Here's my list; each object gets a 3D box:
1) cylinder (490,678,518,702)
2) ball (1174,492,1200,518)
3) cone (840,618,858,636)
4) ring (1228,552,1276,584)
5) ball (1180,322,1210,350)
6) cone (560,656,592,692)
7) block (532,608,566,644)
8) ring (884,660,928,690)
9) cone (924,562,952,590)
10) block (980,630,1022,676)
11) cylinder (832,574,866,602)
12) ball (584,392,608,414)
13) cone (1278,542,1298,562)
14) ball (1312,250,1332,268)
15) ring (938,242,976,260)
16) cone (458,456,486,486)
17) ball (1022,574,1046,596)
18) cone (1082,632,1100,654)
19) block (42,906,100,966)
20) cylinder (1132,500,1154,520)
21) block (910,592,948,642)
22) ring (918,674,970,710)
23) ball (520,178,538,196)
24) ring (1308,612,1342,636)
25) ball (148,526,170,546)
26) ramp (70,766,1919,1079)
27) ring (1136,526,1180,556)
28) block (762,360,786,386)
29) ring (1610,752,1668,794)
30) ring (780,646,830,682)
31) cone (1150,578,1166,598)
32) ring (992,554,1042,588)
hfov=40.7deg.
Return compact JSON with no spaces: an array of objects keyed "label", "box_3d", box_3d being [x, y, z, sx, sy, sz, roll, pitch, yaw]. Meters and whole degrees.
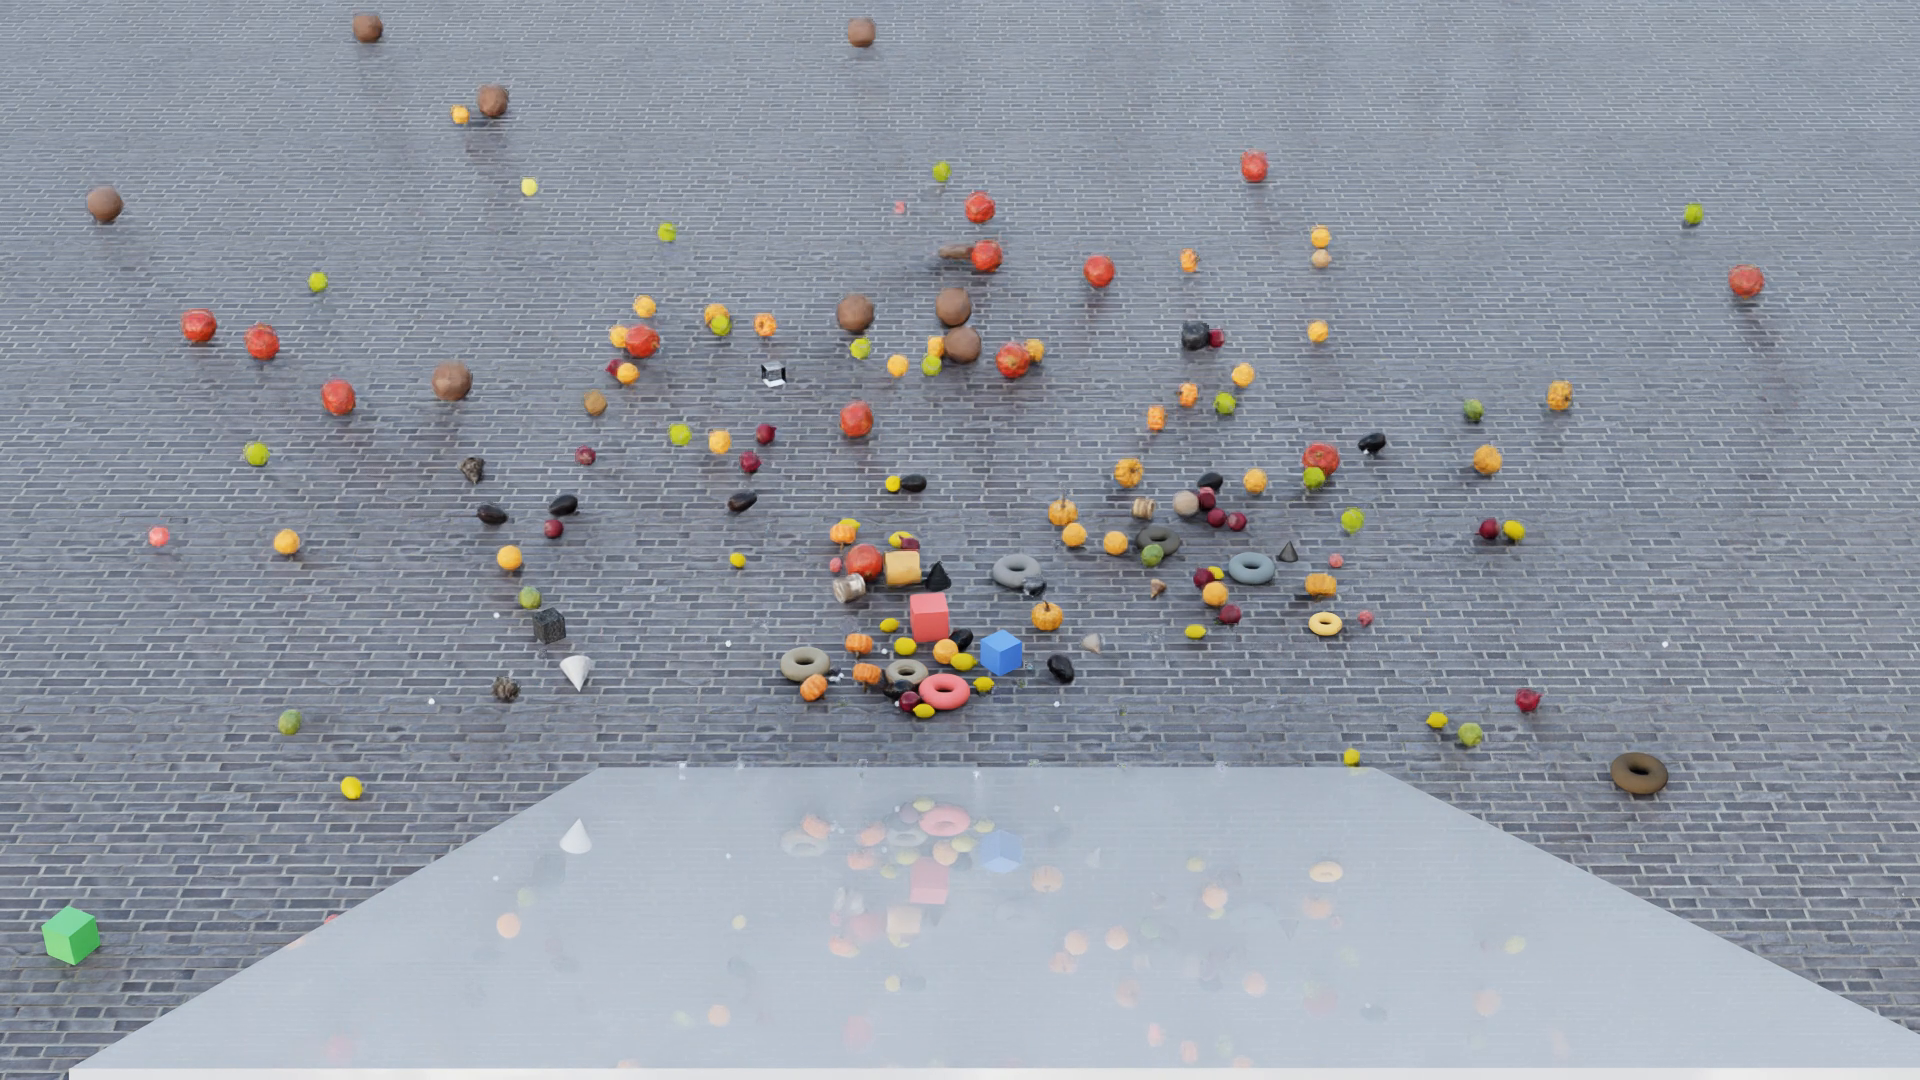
[{"label":"cylinder","box_3d":[-1.248,0.411,7.100,0.054,0.054,0.054,16,35,24]},{"label":"ball","box_3d":[0.694,-0.108,7.927,0.078,0.078,0.078,0,31,0]},{"label":"cone","box_3d":[-0.330,0.247,7.397,0.055,0.055,0.055,-20,10,-29]},{"label":"ring","box_3d":[0.860,0.084,7.644,0.139,0.046,0.139,0,33,0]},{"label":"ball","box_3d":[0.805,-0.697,8.871,0.096,0.096,0.096,0,31,0]},{"label":"cone","box_3d":[-1.057,0.381,7.163,0.090,0.090,0.090,-6,59,-10]},{"label":"block","box_3d":[-1.167,0.244,7.360,0.068,0.068,0.068,-20,37,-30]},{"label":"ring","box_3d":[-0.148,0.374,7.175,0.123,0.041,0.123,-1,32,1]},{"label":"cone","box_3d":[-0.064,0.093,7.593,0.082,0.082,0.082,0,31,0]},{"label":"block","box_3d":[0.115,0.315,7.230,0.082,0.082,0.082,-23,38,-33]},{"label":"cylinder","box_3d":[-0.322,0.140,7.529,0.070,0.070,0.070,-19,36,-28]},{"label":"ball","box_3d":[-1.193,-0.447,8.483,0.075,0.075,0.075,0,31,0]},{"label":"cone","box_3d":[0.982,0.025,7.724,0.061,0.061,0.061,0,31,0]},{"label":"ball","box_3d":[1.316,-1.023,9.431,0.069,0.069,0.069,0,31,0]},{"label":"ring","box_3d":[-0.009,-1.053,9.442,0.141,0.047,0.141,-5,-3,0]},{"label":"cone","box_3d":[-1.524,-0.203,8.120,0.083,0.083,0.083,-8,59,-13]},{"label":"ball","box_3d":[0.216,0.133,7.545,0.065,0.065,0.065,0,31,0]},{"label":"cone","box_3d":[0.381,0.302,7.305,0.058,0.058,0.058,-18,63,-27]},{"label":"block","box_3d":[-2.125,0.946,6.195,0.087,0.087,0.087,15,35,23]},{"label":"cylinder","box_3d":[0.561,-0.093,7.924,0.055,0.055,0.055,11,33,18]},{"label":"block","box_3d":[-0.087,0.221,7.368,0.098,0.098,0.098,-4,32,-6]},{"label":"ring","box_3d":[-0.043,0.416,7.100,0.143,0.048,0.143,1,31,-1]},{"label":"ball","box_3d":[-1.662,-1.362,9.990,0.063,0.063,0.063,0,31,0]},{"label":"ring","box_3d":[1.044,0.240,7.402,0.096,0.032,0.096,-1,32,1]},{"label":"ball","box_3d":[-2.408,-0.011,7.784,0.060,0.060,0.060,0,31,0]},{"label":"ramp","box_3d":[0.070,0.619,4.701,2.000,0.100,4.000,0,-1,0]},{"label":"ring","box_3d":[0.594,0.005,7.774,0.135,0.045,0.135,-1,30,0]},{"label":"block","box_3d":[-0.625,-0.558,8.679,0.061,0.061,0.061,-15,35,-24]},{"label":"ring","box_3d":[1.778,0.610,6.781,0.148,0.049,0.148,1,32,0]},{"label":"ring","box_3d":[-0.431,0.346,7.213,0.143,0.048,0.143,0,30,0]},{"label":"cone","box_3d":[0.569,0.149,7.557,0.052,0.052,0.052,19,63,28]},{"label":"ring","box_3d":[0.168,0.092,7.629,0.146,0.049,0.146,0,30,0]}]
